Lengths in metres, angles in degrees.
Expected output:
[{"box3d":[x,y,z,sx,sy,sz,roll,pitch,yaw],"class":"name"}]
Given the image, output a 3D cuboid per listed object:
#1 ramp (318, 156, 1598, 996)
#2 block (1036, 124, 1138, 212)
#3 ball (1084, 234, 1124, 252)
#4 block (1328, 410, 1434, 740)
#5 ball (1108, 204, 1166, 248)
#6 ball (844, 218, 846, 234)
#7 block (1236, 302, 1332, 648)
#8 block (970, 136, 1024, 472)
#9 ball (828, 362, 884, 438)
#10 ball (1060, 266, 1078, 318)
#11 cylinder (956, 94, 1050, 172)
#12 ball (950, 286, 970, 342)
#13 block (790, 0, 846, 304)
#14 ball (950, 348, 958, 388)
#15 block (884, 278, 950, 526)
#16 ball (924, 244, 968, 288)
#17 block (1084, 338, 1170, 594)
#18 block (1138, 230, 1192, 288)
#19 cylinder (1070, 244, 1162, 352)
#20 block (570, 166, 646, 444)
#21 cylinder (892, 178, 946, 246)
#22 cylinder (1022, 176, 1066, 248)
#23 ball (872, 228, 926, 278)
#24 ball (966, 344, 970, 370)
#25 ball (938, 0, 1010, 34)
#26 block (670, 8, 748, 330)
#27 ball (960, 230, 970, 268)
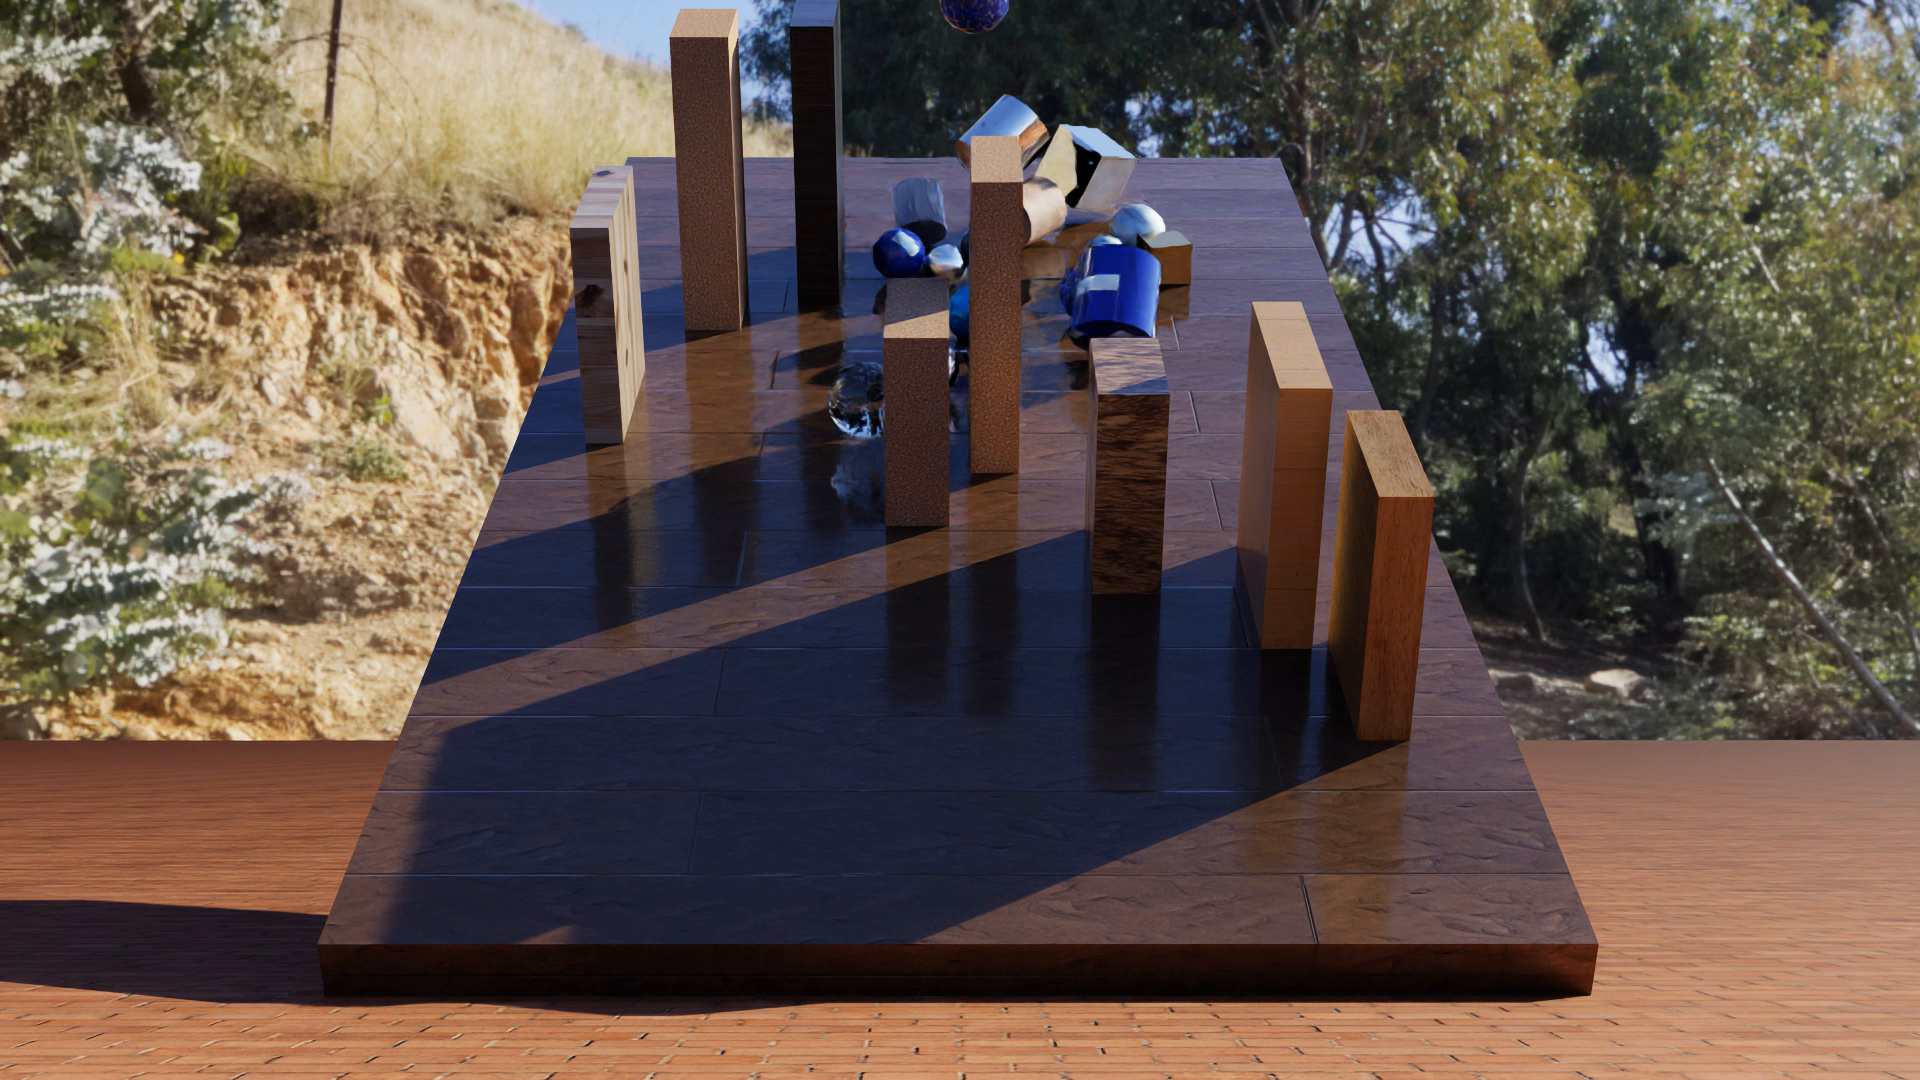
[{"box3d":[-0.010,-0.227,5.503,2.000,0.100,4.000,0,27,0],"class":"ramp"},{"box3d":[0.357,-1.052,6.711,0.174,0.174,0.174,42,29,29],"class":"block"},{"box3d":[0.387,-0.757,6.313,0.117,0.117,0.117,0,-5,0],"class":"ball"},{"box3d":[0.758,0.060,4.293,0.095,0.483,0.365,0,27,0],"class":"block"},{"box3d":[0.477,-0.828,6.391,0.155,0.155,0.155,0,-5,0],"class":"ball"},{"box3d":[-0.375,-0.865,6.513,0.126,0.126,0.126,0,-5,0],"class":"ball"},{"box3d":[0.626,-0.131,4.607,0.097,0.541,0.435,0,27,0],"class":"block"},{"box3d":[0.076,-0.521,5.232,0.107,0.669,0.327,0,27,0],"class":"block"},{"box3d":[-0.211,-0.315,5.334,0.175,0.175,0.175,0,-5,0],"class":"ball"},{"box3d":[0.328,-0.625,6.014,0.151,0.151,0.151,0,-5,0],"class":"ball"},{"box3d":[0.117,-1.087,6.485,0.186,0.186,0.186,42,-11,10],"class":"cylinder"},{"box3d":[0.037,-0.562,5.896,0.144,0.144,0.144,0,-5,0],"class":"ball"},{"box3d":[-0.367,-1.021,6.152,0.108,0.730,0.375,0,27,0],"class":"block"},{"box3d":[-0.075,-0.406,5.586,0.145,0.145,0.145,0,-5,0],"class":"ball"},{"box3d":[-0.090,-0.298,5.059,0.134,0.426,0.344,0,27,0],"class":"block"},{"box3d":[-0.038,-0.720,6.237,0.117,0.117,0.117,0,-5,0],"class":"ball"},{"box3d":[0.332,-0.151,4.763,0.137,0.434,0.292,0,27,0],"class":"block"},{"box3d":[0.542,-0.746,6.297,0.113,0.113,0.113,-7,28,-14],"class":"block"},{"box3d":[0.380,-0.581,5.774,0.204,0.204,0.204,7,-20,3],"class":"cylinder"},{"box3d":[-0.807,-0.547,5.451,0.085,0.514,0.435,0,27,0],"class":"block"},{"box3d":[-0.112,-0.901,6.507,0.138,0.138,0.138,-6,-24,-3],"class":"cylinder"},{"box3d":[0.181,-0.901,6.533,0.163,0.163,0.163,-5,21,44],"class":"cylinder"},{"box3d":[-0.162,-0.756,6.270,0.140,0.140,0.140,0,-5,0],"class":"ball"},{"box3d":[0.079,-0.437,5.662,0.132,0.132,0.132,0,-5,0],"class":"ball"},{"box3d":[0.041,-1.533,6.694,0.202,0.202,0.202,0,-5,0],"class":"ball"},{"box3d":[-0.625,-0.927,5.944,0.141,0.749,0.271,0,27,0],"class":"block"},{"box3d":[0.066,-0.773,6.289,0.130,0.130,0.130,0,-5,0],"class":"ball"}]
